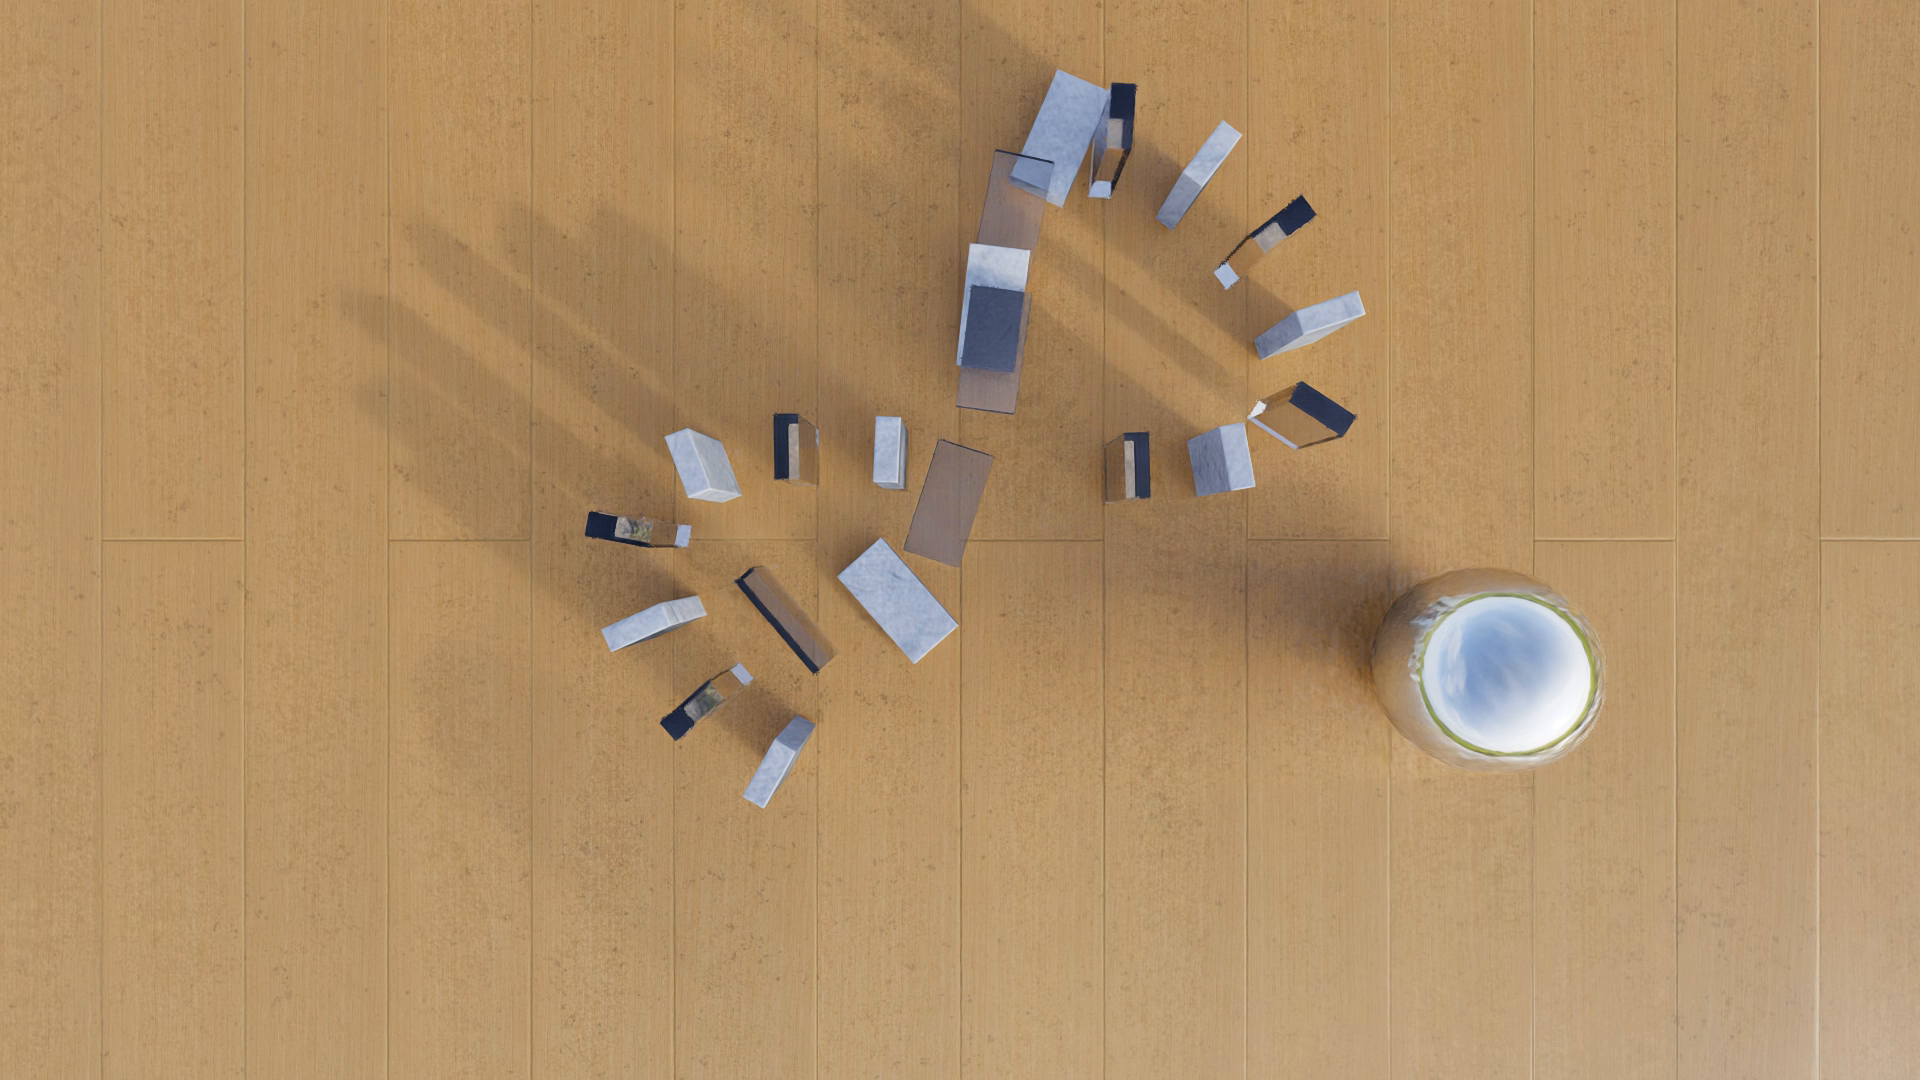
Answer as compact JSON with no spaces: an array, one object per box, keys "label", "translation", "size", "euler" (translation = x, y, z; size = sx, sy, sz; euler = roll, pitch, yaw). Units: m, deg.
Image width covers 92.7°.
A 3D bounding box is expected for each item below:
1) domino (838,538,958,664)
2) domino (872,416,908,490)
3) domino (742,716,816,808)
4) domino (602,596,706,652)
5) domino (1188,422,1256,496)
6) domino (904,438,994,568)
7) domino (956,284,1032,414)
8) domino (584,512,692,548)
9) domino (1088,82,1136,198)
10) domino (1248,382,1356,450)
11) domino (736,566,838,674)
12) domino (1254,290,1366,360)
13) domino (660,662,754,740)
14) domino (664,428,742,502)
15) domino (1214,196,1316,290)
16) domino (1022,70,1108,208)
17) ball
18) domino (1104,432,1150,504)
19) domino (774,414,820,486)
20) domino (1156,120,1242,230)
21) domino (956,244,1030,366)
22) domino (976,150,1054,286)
[{"label":"domino","translation":[-0.027,0.026,0.395],"size":[0.025,0.009,0.050],"euler":[-41,90,0]},{"label":"domino","translation":[-0.028,-0.035,0.375],"size":[0.009,0.050,0.025],"euler":[3,90,0]},{"label":"domino","translation":[-0.073,0.089,0.375],"size":[0.009,0.050,0.025],"euler":[29,90,0]},{"label":"domino","translation":[-0.124,0.033,0.375],"size":[0.025,0.050,0.010],"euler":[-24,90,0]},{"label":"domino","translation":[0.106,-0.032,0.375],"size":[0.009,0.050,0.025],"euler":[-10,90,0]},{"label":"domino","translation":[-0.005,-0.016,0.395],"size":[0.025,0.010,0.050],"euler":[18,90,0]},{"label":"domino","translation":[0.014,-0.080,0.384],"size":[0.025,0.009,0.050],"euler":[8,105,0]},{"label":"domino","translation":[-0.130,-0.004,0.375],"size":[0.025,0.050,0.009],"euler":[11,90,0]},{"label":"domino","translation":[0.062,-0.162,0.375],"size":[0.009,0.050,0.025],"euler":[4,90,0]},{"label":"domino","translation":[0.139,-0.050,0.375],"size":[0.025,0.050,0.009],"euler":[33,90,0]},{"label":"domino","translation":[-0.073,0.033,0.388],"size":[0.009,0.025,0.050],"euler":[-40,90,0]},{"label":"domino","translation":[0.142,-0.087,0.375],"size":[0.025,0.050,0.009],"euler":[-19,90,0]},{"label":"domino","translation":[-0.102,0.065,0.375],"size":[0.025,0.050,0.010],"euler":[-41,90,0]},{"label":"domino","translation":[-0.104,-0.030,0.375],"size":[0.010,0.050,0.025],"euler":[-21,90,0]},{"label":"domino","translation":[0.124,-0.121,0.375],"size":[0.025,0.050,0.010],"euler":[-37,90,0]},{"label":"domino","translation":[0.043,-0.173,0.395],"size":[0.025,0.009,0.050],"euler":[23,90,0]},{"label":"ball","translation":[0.205,0.051,0.360],"size":[0.080,0.080,0.080],"euler":[0,90,0]},{"label":"domino","translation":[0.068,-0.029,0.375],"size":[0.009,0.050,0.025],"euler":[-2,90,0]},{"label":"domino","translation":[-0.066,-0.036,0.375],"size":[0.009,0.050,0.025],"euler":[-1,90,0]},{"label":"domino","translation":[0.096,-0.148,0.375],"size":[0.010,0.050,0.025],"euler":[37,90,0]},{"label":"domino","translation":[0.014,-0.098,0.389],"size":[0.025,0.009,0.050],"euler":[7,105,0]},{"label":"domino","translation":[0.022,-0.136,0.389],"size":[0.025,0.010,0.050],"euler":[12,104,0]}]
